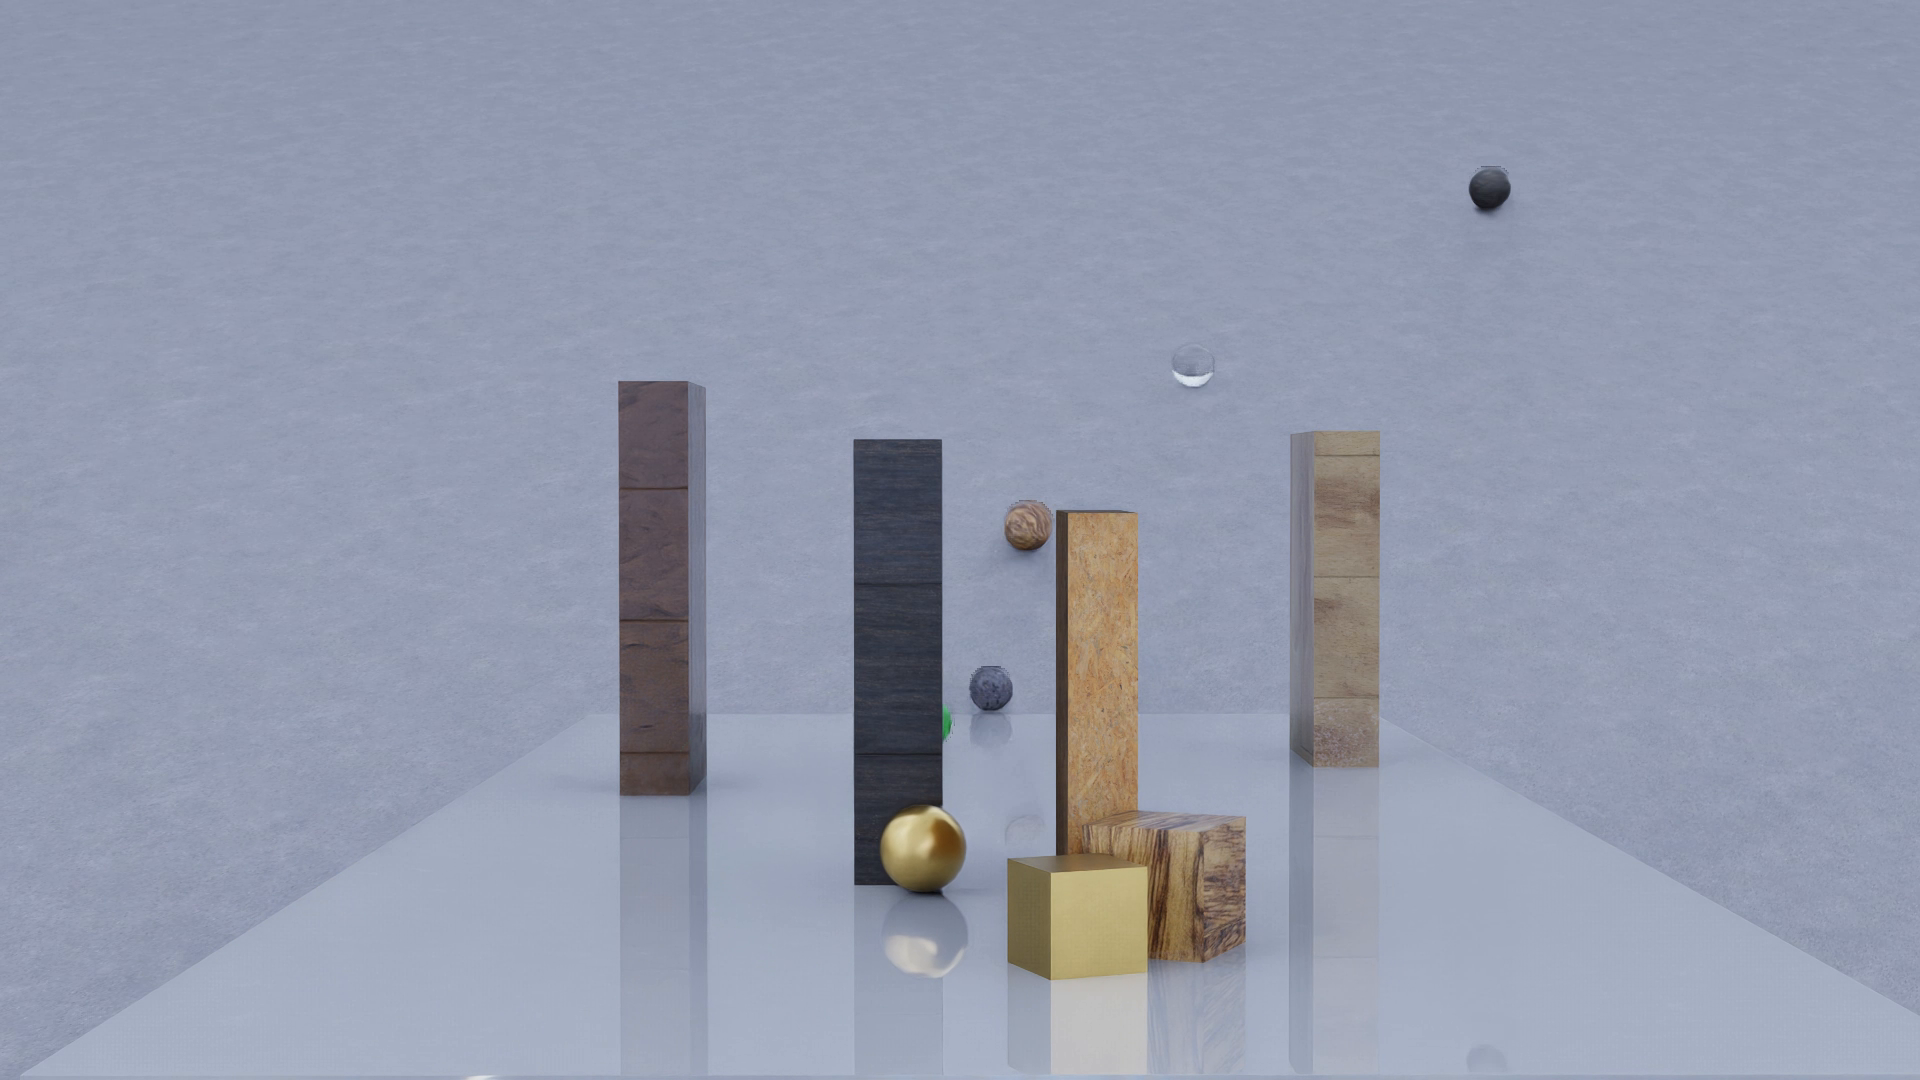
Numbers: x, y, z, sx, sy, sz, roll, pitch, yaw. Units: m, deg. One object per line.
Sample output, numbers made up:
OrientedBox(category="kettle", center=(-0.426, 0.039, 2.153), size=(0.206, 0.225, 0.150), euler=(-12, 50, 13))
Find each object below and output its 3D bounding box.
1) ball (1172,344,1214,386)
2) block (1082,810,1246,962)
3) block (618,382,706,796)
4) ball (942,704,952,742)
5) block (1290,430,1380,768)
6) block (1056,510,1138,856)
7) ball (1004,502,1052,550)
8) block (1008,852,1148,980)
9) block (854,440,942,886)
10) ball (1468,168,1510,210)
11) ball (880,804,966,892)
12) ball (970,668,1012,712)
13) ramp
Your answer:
OrientedBox(category="ball", center=(0.787, -0.589, 8.706), size=(0.144, 0.144, 0.144), euler=(0, 26, 0))
OrientedBox(category="block", center=(0.260, 0.437, 3.277), size=(0.161, 0.161, 0.161), euler=(1, 1, 25))
OrientedBox(category="block", center=(-0.577, 0.088, 5.033), size=(0.131, 0.781, 0.346), euler=(0, 1, 0))
OrientedBox(category="ball", center=(-0.074, 0.406, 5.752), size=(0.112, 0.112, 0.112), euler=(0, 26, 0))
OrientedBox(category="block", center=(0.800, 0.118, 5.528), size=(0.135, 0.696, 0.386), euler=(0, 1, 0))
OrientedBox(category="block", center=(0.187, 0.236, 3.582), size=(0.092, 0.550, 0.406), euler=(0, 1, 0))
OrientedBox(category="ball", center=(0.200, -0.040, 7.595), size=(0.143, 0.143, 0.143), euler=(0, 26, 0))
OrientedBox(category="block", center=(0.142, 0.457, 3.144), size=(0.128, 0.128, 0.128), euler=(-1, 1, -23))
OrientedBox(category="block", center=(-0.091, 0.176, 3.914), size=(0.129, 0.654, 0.272), euler=(0, 1, 0))
OrientedBox(category="ball", center=(2.124, -1.410, 10.346), size=(0.164, 0.164, 0.164), euler=(0, 26, 0))
OrientedBox(category="ball", center=(-0.053, 0.444, 3.721), size=(0.127, 0.127, 0.127), euler=(0, 26, 0))
OrientedBox(category="ball", center=(0.081, 0.390, 6.726), size=(0.112, 0.112, 0.112), euler=(0, 26, 0))
OrientedBox(category="ramp", center=(0.060, 0.539, 4.575), size=(2.000, 0.100, 4.000), euler=(0, 1, 0))
